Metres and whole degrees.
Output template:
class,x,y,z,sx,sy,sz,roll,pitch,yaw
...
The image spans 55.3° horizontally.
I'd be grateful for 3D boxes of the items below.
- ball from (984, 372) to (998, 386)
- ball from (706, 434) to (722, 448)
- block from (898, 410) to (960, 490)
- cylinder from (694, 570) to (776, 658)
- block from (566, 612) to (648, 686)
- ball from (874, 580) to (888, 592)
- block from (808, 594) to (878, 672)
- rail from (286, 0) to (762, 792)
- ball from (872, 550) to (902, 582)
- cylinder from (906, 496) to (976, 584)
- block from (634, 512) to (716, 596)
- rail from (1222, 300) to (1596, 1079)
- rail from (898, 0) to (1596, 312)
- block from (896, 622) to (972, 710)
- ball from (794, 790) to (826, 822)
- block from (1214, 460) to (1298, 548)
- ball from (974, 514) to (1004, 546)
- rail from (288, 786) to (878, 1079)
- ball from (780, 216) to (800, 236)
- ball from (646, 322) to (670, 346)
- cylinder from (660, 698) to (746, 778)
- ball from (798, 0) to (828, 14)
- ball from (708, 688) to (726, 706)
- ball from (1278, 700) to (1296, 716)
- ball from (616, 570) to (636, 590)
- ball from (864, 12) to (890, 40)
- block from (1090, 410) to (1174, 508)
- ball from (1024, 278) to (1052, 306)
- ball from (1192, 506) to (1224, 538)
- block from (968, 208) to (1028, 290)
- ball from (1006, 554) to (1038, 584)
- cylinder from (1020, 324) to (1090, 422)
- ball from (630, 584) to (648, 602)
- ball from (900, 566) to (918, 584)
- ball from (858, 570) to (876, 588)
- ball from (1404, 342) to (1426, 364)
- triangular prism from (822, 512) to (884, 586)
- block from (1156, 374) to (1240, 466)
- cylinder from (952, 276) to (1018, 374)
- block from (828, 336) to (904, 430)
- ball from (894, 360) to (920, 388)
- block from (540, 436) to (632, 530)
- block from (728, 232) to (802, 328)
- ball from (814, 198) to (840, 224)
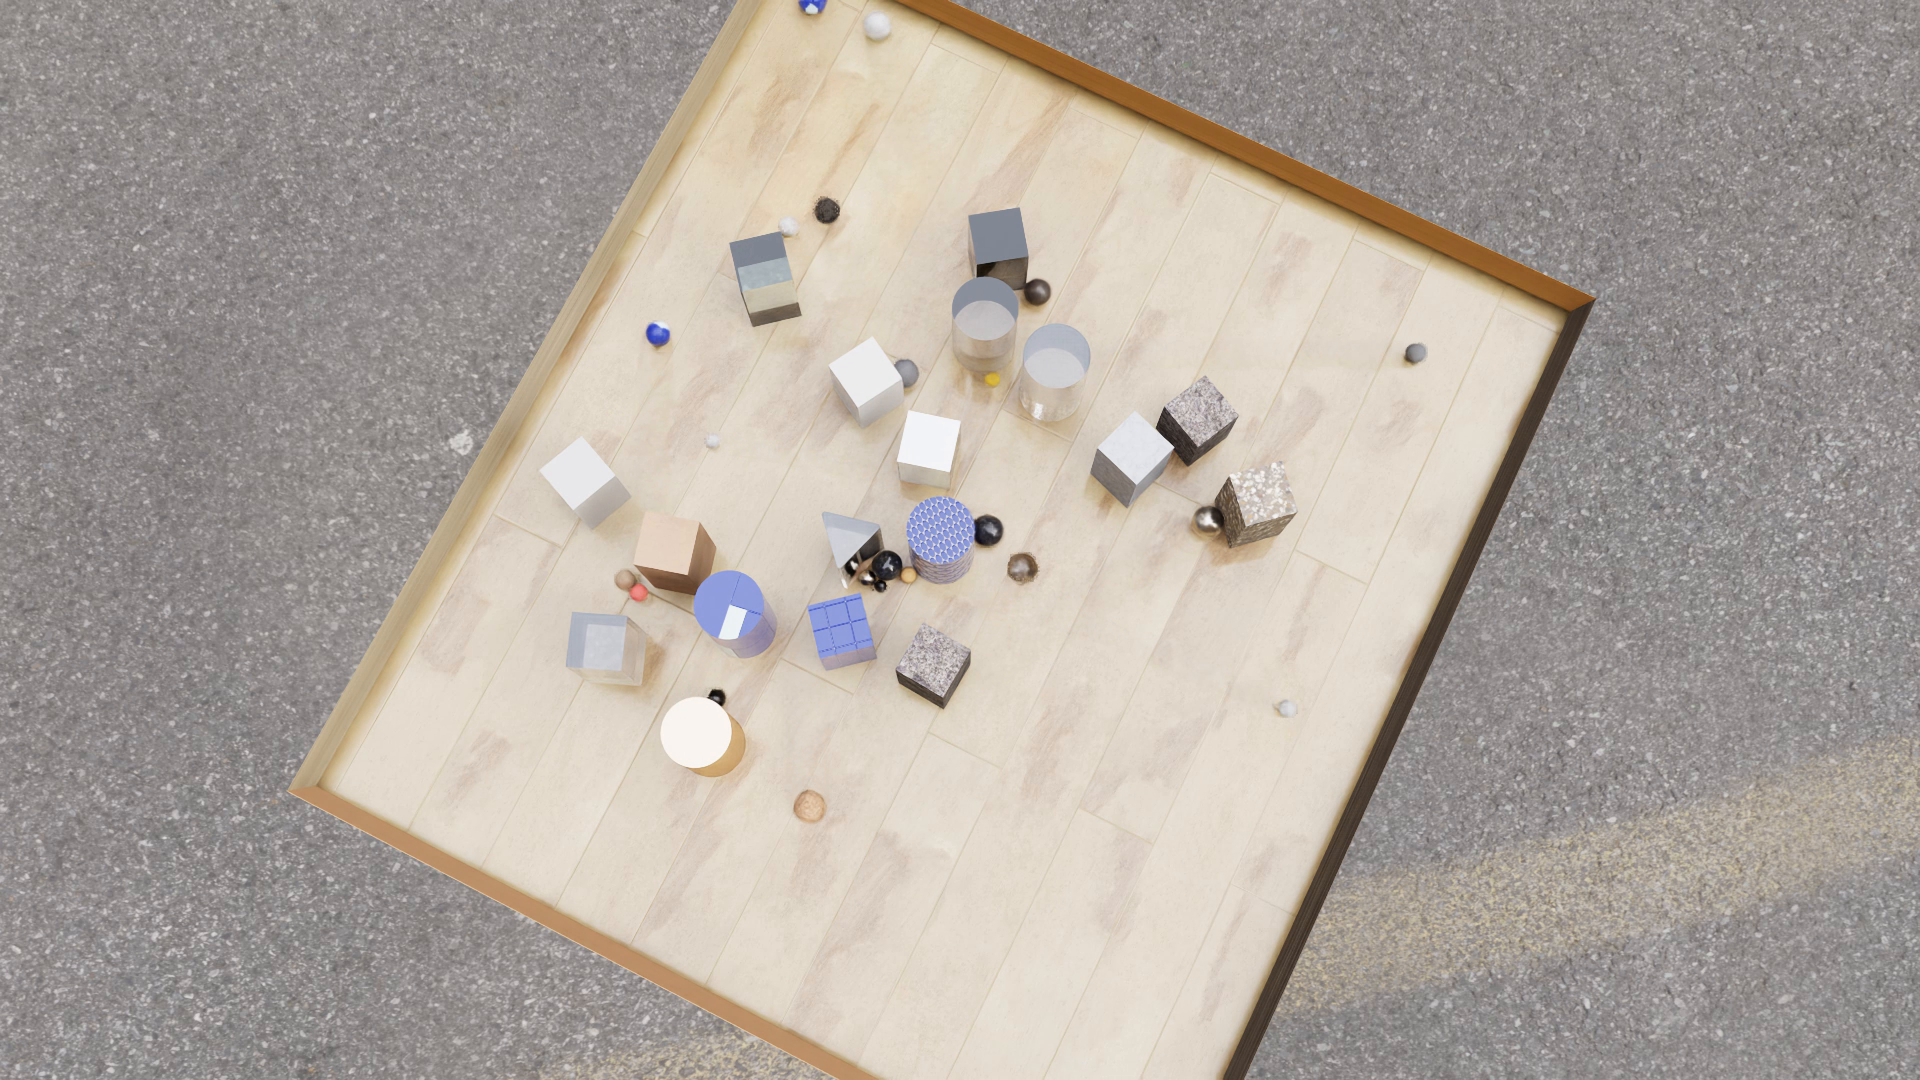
class,x,y,z,sx,sy,sz,roll,pitch,yaw
ball,0.097,-0.500,5.698,0.043,0.043,0.043,0,78,0
ball,-0.760,-0.306,5.657,0.046,0.046,0.046,0,78,0
block,-0.092,-0.269,5.549,0.159,0.241,0.159,12,79,2
cylinder,-0.655,0.222,5.373,0.198,0.386,0.198,0,78,0
block,-1.033,0.322,5.376,0.159,0.341,0.159,4,78,1
ball,-0.240,0.140,5.567,0.040,0.040,0.040,0,78,0
block,-0.346,0.274,5.421,0.159,0.272,0.159,-14,79,-3
rail,-1.246,-0.603,5.675,0.045,0.129,3.101,26,80,5
ball,-0.221,0.077,5.552,0.094,0.094,0.094,0,78,0
cylinder,-0.055,0.005,5.443,0.198,0.338,0.198,0,78,0
block,-0.838,0.046,5.415,0.159,0.375,0.159,11,79,2
rail,1.246,0.617,5.422,0.045,0.129,3.101,26,80,5
rail,0.683,-1.330,5.825,2.833,0.129,0.045,26,80,5
block,-0.077,0.373,5.383,0.159,0.307,0.159,30,80,6
ball,-0.444,0.785,5.406,0.094,0.094,0.094,0,78,0
block,0.881,-0.102,5.472,0.159,0.325,0.159,-15,79,-3
ball,0.084,-0.030,5.572,0.099,0.099,0.099,0,78,0
rail,-0.683,1.344,5.271,2.833,0.129,0.045,26,80,5
ball,-0.539,-0.990,5.790,0.061,0.061,0.061,0,78,0
ball,-0.941,-0.642,5.710,0.077,0.077,0.077,0,78,0
cylinder,-0.741,0.576,5.316,0.198,0.355,0.198,0,78,0
ball,-0.477,-1.748,5.931,0.093,0.093,0.093,0,78,0
ball,-0.729,0.475,5.489,0.058,0.058,0.058,0,78,0
ball,0.979,0.504,5.487,0.050,0.050,0.050,0,78,0
ball,-1.015,0.122,5.560,0.062,0.062,0.062,0,78,0
ball,-0.267,-1.659,5.915,0.088,0.088,0.088,0,78,0
block,0.513,-0.238,5.506,0.159,0.314,0.159,44,82,8
ball,0.243,-0.775,5.734,0.085,0.085,0.085,0,78,0
ball,0.754,-0.056,5.577,0.099,0.099,0.099,0,78,0
block,0.116,-0.885,5.651,0.159,0.291,0.159,-9,78,-2
ball,0.188,0.086,5.551,0.093,0.093,0.093,0,78,0
cylinder,0.283,-0.502,5.535,0.198,0.364,0.198,0,78,0
ball,-0.973,0.161,5.556,0.053,0.053,0.053,0,78,0
ball,-0.156,0.106,5.569,0.051,0.051,0.051,0,78,0
ball,-0.282,0.117,5.565,0.054,0.054,0.054,0,78,0
ball,1.418,-0.582,5.705,0.063,0.063,0.063,0,78,0
triangular prism,-0.344,0.003,5.451,0.149,0.324,0.172,43,81,8
block,0.718,-0.359,5.564,0.159,0.248,0.159,-37,81,-7
cylinder,0.075,-0.650,5.580,0.198,0.336,0.198,0,78,0
block,-0.283,-0.476,5.587,0.159,0.251,0.159,-34,80,-7
ball,-0.171,-0.516,5.678,0.089,0.089,0.089,0,78,0
block,-1.122,-0.169,5.509,0.159,0.279,0.159,-41,81,-8
block,-0.593,-0.795,5.612,0.159,0.331,0.159,-13,79,-3
ball,-0.420,-1.039,5.790,0.081,0.081,0.081,0,78,0
